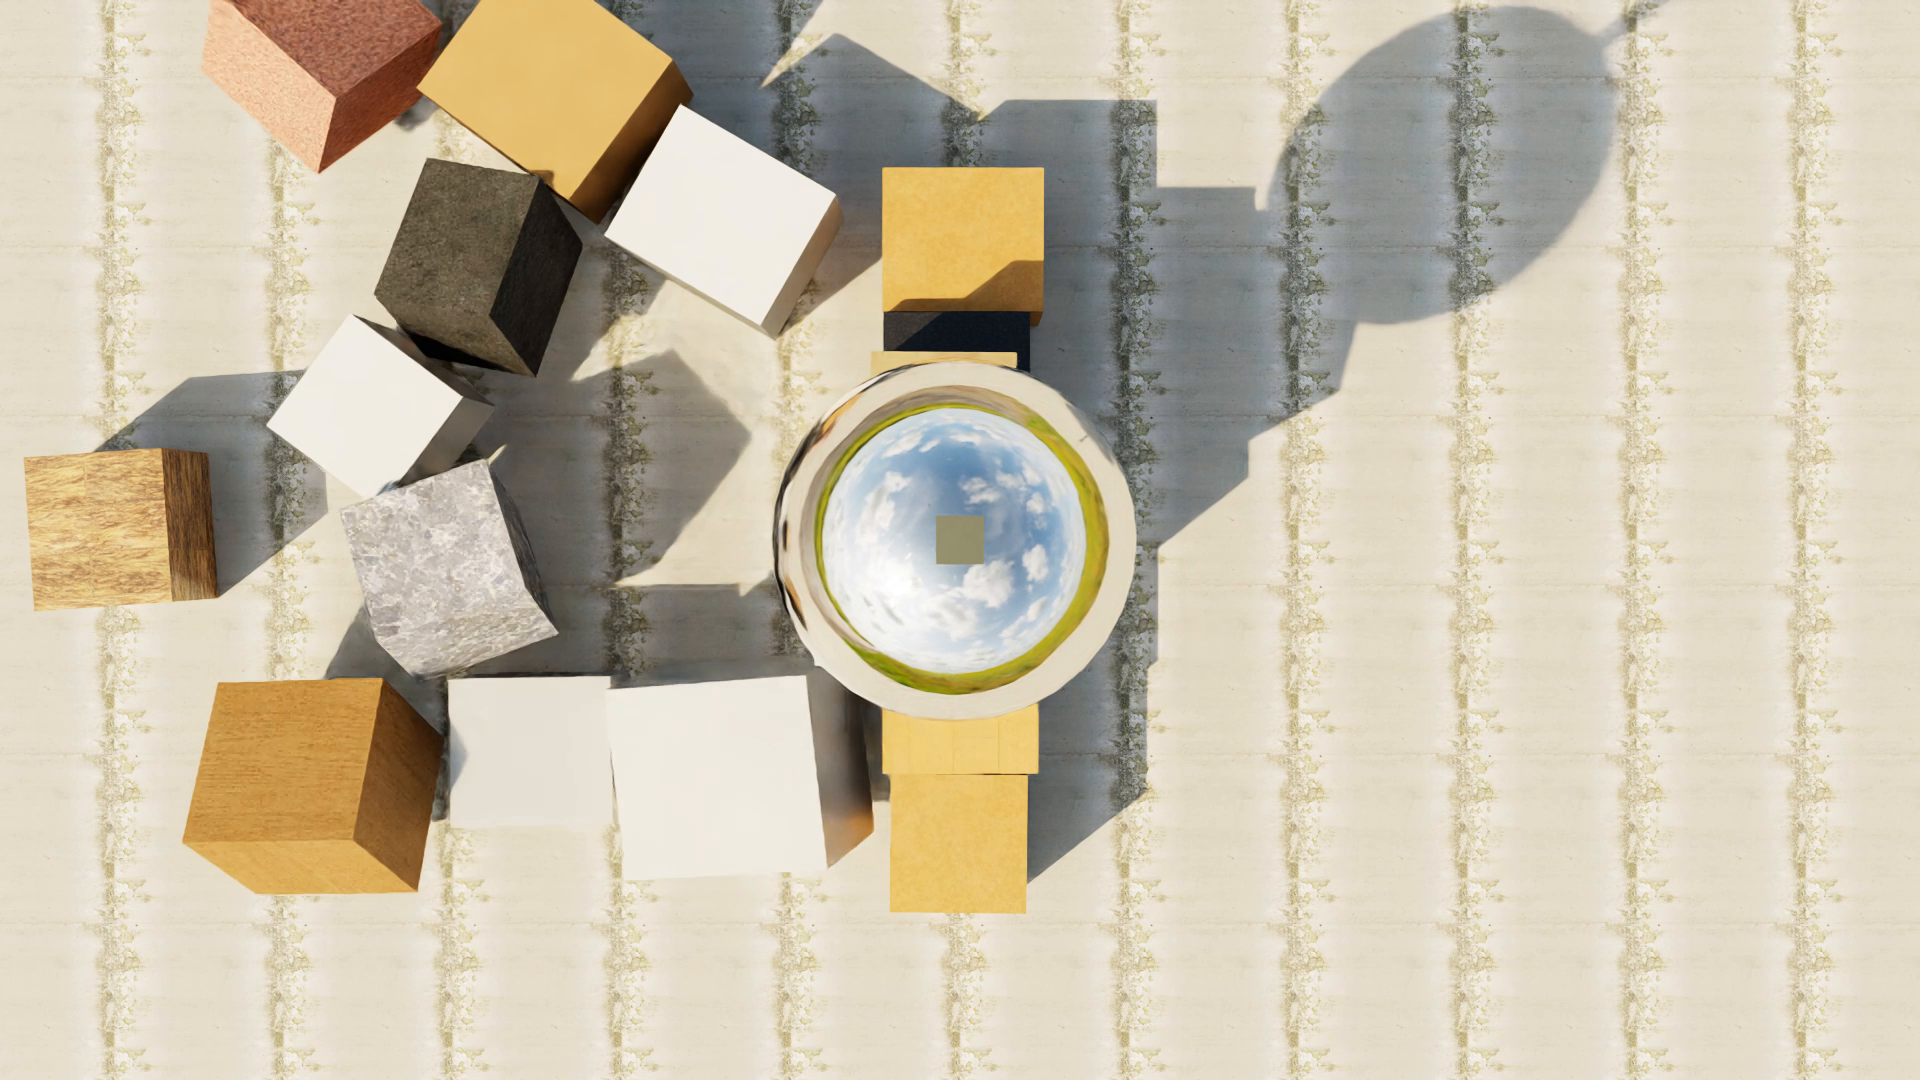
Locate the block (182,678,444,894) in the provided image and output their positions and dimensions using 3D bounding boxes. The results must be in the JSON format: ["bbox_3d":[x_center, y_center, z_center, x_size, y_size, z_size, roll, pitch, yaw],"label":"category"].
[{"bbox_3d":[-3.593,1.389,12.315,0.985,0.868,0.938,-2,62,11],"label":"block"}]

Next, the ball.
[{"bbox_3d":[-0.026,0.000,9.618,1.600,1.600,1.600,0,90,0],"label":"ball"}]

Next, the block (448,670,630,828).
[{"bbox_3d":[-2.391,1.185,12.607,0.894,0.765,0.824,-1,89,0],"label":"block"}]

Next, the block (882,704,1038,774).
[{"bbox_3d":[0.003,0.901,12.562,0.855,0.877,0.773,0,90,0],"label":"block"}]

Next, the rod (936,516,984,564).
[{"bbox_3d":[-0.011,0.000,6.218,0.080,5.200,0.080,0,90,0],"label":"rod"}]

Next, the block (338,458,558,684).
[{"bbox_3d":[-2.818,0.183,12.176,0.828,0.814,0.801,-20,71,-4],"label":"block"}]

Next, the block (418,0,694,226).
[{"bbox_3d":[-2.272,-2.550,12.513,1.034,0.974,0.960,36,90,0],"label":"block"}]

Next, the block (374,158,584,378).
[{"bbox_3d":[-2.664,-1.510,12.252,0.688,0.765,0.860,11,71,13],"label":"block"}]

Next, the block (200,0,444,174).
[{"bbox_3d":[-3.617,-2.795,12.454,0.894,0.741,0.850,42,56,0],"label":"block"}]

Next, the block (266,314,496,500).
[{"bbox_3d":[-3.278,-0.709,12.554,0.773,0.892,0.771,37,90,0],"label":"block"}]

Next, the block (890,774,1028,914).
[{"bbox_3d":[-0.007,1.675,12.563,0.753,0.874,0.764,1,90,0],"label":"block"}]

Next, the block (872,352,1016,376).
[{"bbox_3d":[-0.084,-0.591,11.654,0.748,0.749,0.748,0,90,0],"label":"block"}]

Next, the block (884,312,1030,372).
[{"bbox_3d":[-0.018,-0.785,12.515,0.802,0.970,0.926,0,90,0],"label":"block"}]

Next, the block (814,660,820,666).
[{"bbox_3d":[-0.188,0.130,10.912,0.914,0.852,0.898,6,102,0],"label":"block"}]

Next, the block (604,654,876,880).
[{"bbox_3d":[-1.219,1.253,12.370,1.163,0.924,1.061,-5,94,14],"label":"block"}]

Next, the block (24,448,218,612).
[{"bbox_3d":[-4.797,-0.057,12.616,0.768,0.768,0.860,-4,90,0],"label":"block"}]

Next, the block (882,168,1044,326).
[{"bbox_3d":[0.017,-1.664,12.585,0.891,0.831,0.795,0,90,0],"label":"block"}]

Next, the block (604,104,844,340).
[{"bbox_3d":[-1.314,-1.782,12.525,0.985,0.950,0.830,30,90,0],"label":"block"}]
